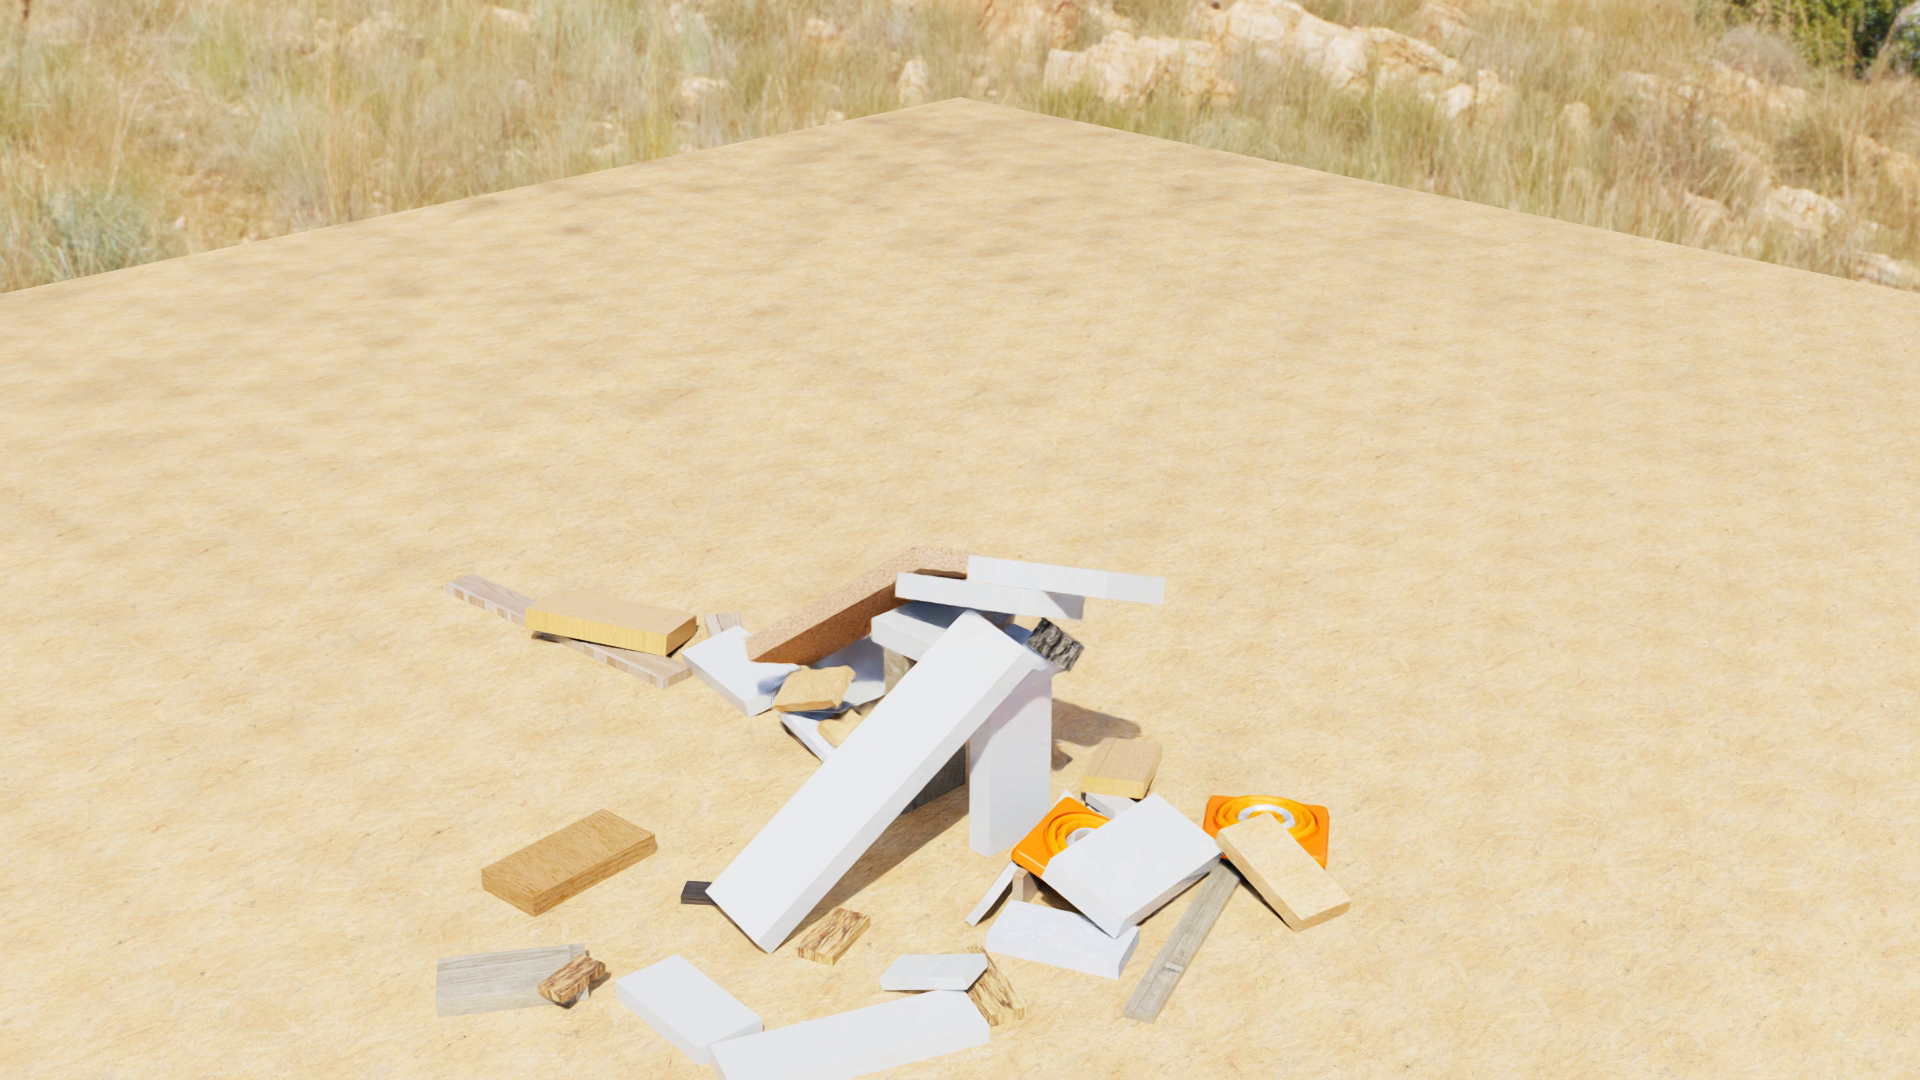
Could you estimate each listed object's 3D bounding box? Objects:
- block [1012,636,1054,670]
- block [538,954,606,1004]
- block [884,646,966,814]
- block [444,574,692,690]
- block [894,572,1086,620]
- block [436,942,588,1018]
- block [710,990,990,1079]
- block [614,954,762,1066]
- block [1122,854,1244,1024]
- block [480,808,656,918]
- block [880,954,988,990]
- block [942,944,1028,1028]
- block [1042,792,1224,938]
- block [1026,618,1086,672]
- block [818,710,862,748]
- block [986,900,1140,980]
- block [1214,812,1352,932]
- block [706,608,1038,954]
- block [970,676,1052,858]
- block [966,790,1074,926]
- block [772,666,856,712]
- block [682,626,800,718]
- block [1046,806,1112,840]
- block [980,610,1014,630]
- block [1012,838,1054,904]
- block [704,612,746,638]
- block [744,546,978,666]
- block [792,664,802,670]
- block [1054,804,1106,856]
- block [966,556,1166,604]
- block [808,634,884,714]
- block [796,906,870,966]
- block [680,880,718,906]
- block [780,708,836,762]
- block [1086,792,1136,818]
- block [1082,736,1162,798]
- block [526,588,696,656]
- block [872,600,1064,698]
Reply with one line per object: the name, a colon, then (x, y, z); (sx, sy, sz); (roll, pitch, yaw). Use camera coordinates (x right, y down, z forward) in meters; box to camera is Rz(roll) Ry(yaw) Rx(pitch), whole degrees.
block: (0.130, 0.215, 4.183); (0.115, 0.016, 0.058); (21, 31, 39)
block: (-0.678, 0.765, 3.842); (0.057, 0.016, 0.114); (13, 26, 28)
block: (-0.069, 0.359, 4.455); (0.051, 0.359, 0.180); (20, 30, 40)
block: (-0.945, 0.210, 5.235); (0.804, 0.024, 0.085); (19, 29, 37)
block: (0.055, 0.108, 4.228); (0.172, 0.049, 0.345); (7, -1, -43)
block: (-0.790, 0.776, 3.884); (0.259, 0.037, 0.130); (-4, 23, -10)
block: (-0.185, 0.850, 3.710); (0.454, 0.037, 0.130); (-9, 25, -21)
block: (-0.470, 0.810, 3.804); (0.130, 0.037, 0.259); (-19, 29, -37)
block: (0.431, 0.716, 4.053); (0.057, 0.016, 0.605); (10, 25, 22)
block: (-0.753, 0.620, 4.245); (0.152, 0.043, 0.304); (18, 29, 37)
block: (-0.047, 0.760, 3.872); (0.171, 0.024, 0.085); (-7, 15, 29)
block: (0.038, 0.786, 3.878); (0.086, 0.024, 0.209); (-9, 25, -21)
block: (0.329, 0.605, 4.121); (0.178, 0.050, 0.356); (37, 34, 23)
block: (0.180, 0.197, 4.134); (0.016, 0.058, 0.115); (30, 4, -46)
block: (-0.210, 0.434, 4.641); (0.090, 0.026, 0.180); (-19, 47, -38)
block: (0.188, 0.726, 4.004); (0.251, 0.036, 0.126); (9, 25, 20)
block: (0.608, 0.625, 4.152); (0.126, 0.036, 0.251); (-14, 44, -30)
block: (-0.164, 0.440, 4.084); (0.723, 0.050, 0.178); (-47, 46, -8)
block: (0.099, 0.424, 4.300); (0.051, 0.359, 0.180); (21, 31, 39)
block: (0.117, 0.605, 4.213); (0.021, 0.074, 0.397); (39, 35, 5)
block: (-0.311, 0.317, 4.666); (0.180, 0.025, 0.090); (-9, 44, 41)
block: (-0.490, 0.295, 4.974); (0.152, 0.043, 0.304); (-26, 32, -25)
block: (0.241, 0.568, 4.397); (0.141, 0.020, 0.071); (-14, 27, -30)
block: (0.055, 0.165, 4.300); (0.058, 0.016, 0.115); (13, 26, 27)
block: (0.140, 0.633, 4.173); (0.021, 0.074, 0.148); (11, 25, 23)
block: (-0.553, 0.220, 5.212); (0.085, 0.024, 0.170); (-5, 24, -12)
block: (-0.207, 0.141, 4.544); (0.172, 0.049, 0.549); (7, -26, -44)
block: (-0.408, 0.269, 5.095); (0.085, 0.024, 0.170); (1, 23, 2)
block: (0.230, 0.579, 4.328); (0.071, 0.020, 0.141); (18, 35, 13)
block: (0.198, 0.075, 4.158); (0.345, 0.049, 0.172); (6, -1, 43)
block: (-0.174, 0.260, 4.830); (0.304, 0.152, 0.043); (-21, 19, 1)
block: (-0.231, 0.725, 4.026); (0.074, 0.021, 0.148); (10, 25, 23)
block: (-0.467, 0.669, 4.162); (0.114, 0.016, 0.057); (2, 23, 5)
block: (-0.292, 0.412, 4.691); (0.090, 0.025, 0.180); (-20, 46, -37)
block: (0.313, 0.532, 4.402); (0.071, 0.020, 0.141); (0, 9, -21)
block: (0.337, 0.470, 4.555); (0.126, 0.036, 0.251); (6, 14, 13)
block: (-0.822, 0.191, 5.187); (0.356, 0.050, 0.178); (10, 17, 14)
block: (0.017, 0.202, 4.299); (0.359, 0.051, 0.180); (21, 31, 40)
